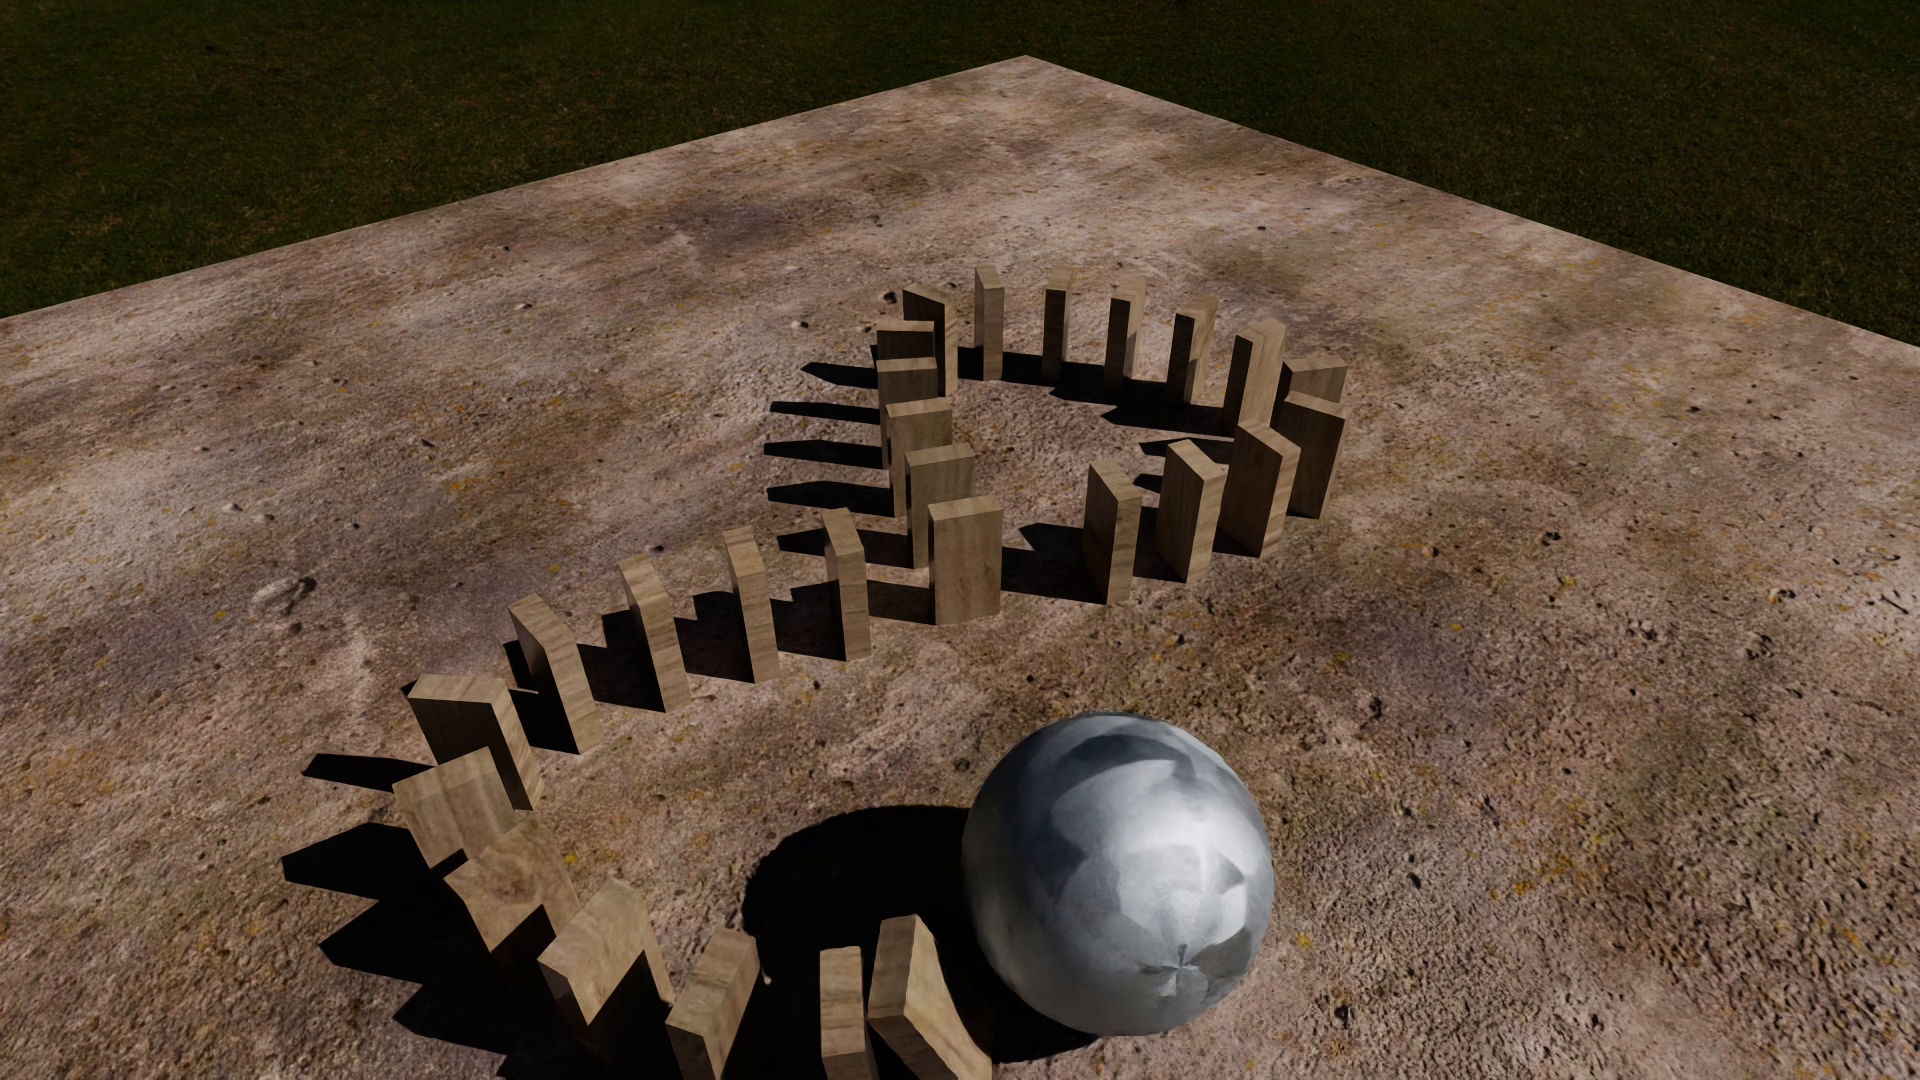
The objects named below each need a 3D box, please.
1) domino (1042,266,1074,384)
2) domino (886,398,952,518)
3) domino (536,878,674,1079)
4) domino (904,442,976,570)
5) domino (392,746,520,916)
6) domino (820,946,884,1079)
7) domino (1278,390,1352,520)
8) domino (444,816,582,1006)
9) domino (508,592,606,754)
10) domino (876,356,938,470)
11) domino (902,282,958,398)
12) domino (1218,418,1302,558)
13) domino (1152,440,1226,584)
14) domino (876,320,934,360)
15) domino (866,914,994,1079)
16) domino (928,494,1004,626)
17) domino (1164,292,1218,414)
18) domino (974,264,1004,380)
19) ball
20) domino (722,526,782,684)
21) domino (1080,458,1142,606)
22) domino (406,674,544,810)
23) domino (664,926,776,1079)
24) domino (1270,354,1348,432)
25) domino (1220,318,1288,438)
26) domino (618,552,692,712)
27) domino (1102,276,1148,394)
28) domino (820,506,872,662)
[{"bbox_3d":[0.048,-0.106,0.540,0.009,0.050,0.025,8,40,9],"label":"domino"},{"bbox_3d":[-0.016,-0.033,0.452,0.025,0.050,0.009,-9,40,-11],"label":"domino"},{"bbox_3d":[-0.088,0.111,0.276,0.010,0.050,0.025,19,43,22],"label":"domino"},{"bbox_3d":[-0.008,-0.013,0.427,0.025,0.050,0.009,-10,40,-12],"label":"domino"},{"bbox_3d":[-0.138,0.083,0.310,0.025,0.050,0.009,-21,44,-24],"label":"domino"},{"bbox_3d":[-0.025,0.122,0.262,0.009,0.050,0.025,-7,40,-3],"label":"domino"},{"bbox_3d":[0.143,-0.035,0.454,0.025,0.050,0.010,22,44,25],"label":"domino"},{"bbox_3d":[-0.115,0.099,0.291,0.009,0.050,0.025,28,47,30],"label":"domino"},{"bbox_3d":[-0.131,0.044,0.358,0.009,0.050,0.025,-30,48,-32],"label":"domino"},{"bbox_3d":[-0.022,-0.054,0.478,0.025,0.050,0.009,-4,40,-5],"label":"domino"},{"bbox_3d":[-0.014,-0.096,0.529,0.025,0.050,0.009,26,46,28],"label":"domino"},{"bbox_3d":[0.118,-0.020,0.436,0.009,0.050,0.025,-21,44,-24],"label":"domino"},{"bbox_3d":[0.088,-0.011,0.425,0.010,0.050,0.025,-15,42,-18],"label":"domino"},{"bbox_3d":[-0.024,-0.076,0.504,0.025,0.050,0.009,2,39,2],"label":"domino"},{"bbox_3d":[-0.006,0.117,0.269,0.009,0.050,0.025,-15,36,18],"label":"domino"},{"bbox_3d":[0.002,0.008,0.402,0.025,0.050,0.010,-10,40,-11],"label":"domino"},{"bbox_3d":[0.109,-0.088,0.519,0.009,0.050,0.025,24,45,26],"label":"domino"},{"bbox_3d":[0.014,-0.107,0.542,0.010,0.050,0.025,-6,40,-8],"label":"domino"},{"bbox_3d":[0.040,0.085,0.284,0.080,0.080,0.080,0,39,0],"label":"ball"},{"bbox_3d":[-0.072,0.023,0.383,0.009,0.050,0.025,-13,41,-16],"label":"domino"},{"bbox_3d":[0.056,-0.003,0.415,0.010,0.050,0.025,-12,41,-14],"label":"domino"},{"bbox_3d":[-0.147,0.062,0.335,0.025,0.050,0.009,3,39,4],"label":"domino"},{"bbox_3d":[-0.057,0.119,0.266,0.009,0.050,0.025,12,41,14],"label":"domino"},{"bbox_3d":[0.150,-0.055,0.479,0.025,0.050,0.009,-7,40,-9],"label":"domino"},{"bbox_3d":[0.134,-0.074,0.501,0.025,0.050,0.010,-28,47,-30],"label":"domino"},{"bbox_3d":[-0.103,0.032,0.373,0.010,0.050,0.025,-20,43,-22],"label":"domino"},{"bbox_3d":[0.080,-0.099,0.532,0.009,0.050,0.025,17,42,19],"label":"domino"},{"bbox_3d":[-0.040,0.016,0.392,0.010,0.050,0.025,-11,41,-14],"label":"domino"}]
